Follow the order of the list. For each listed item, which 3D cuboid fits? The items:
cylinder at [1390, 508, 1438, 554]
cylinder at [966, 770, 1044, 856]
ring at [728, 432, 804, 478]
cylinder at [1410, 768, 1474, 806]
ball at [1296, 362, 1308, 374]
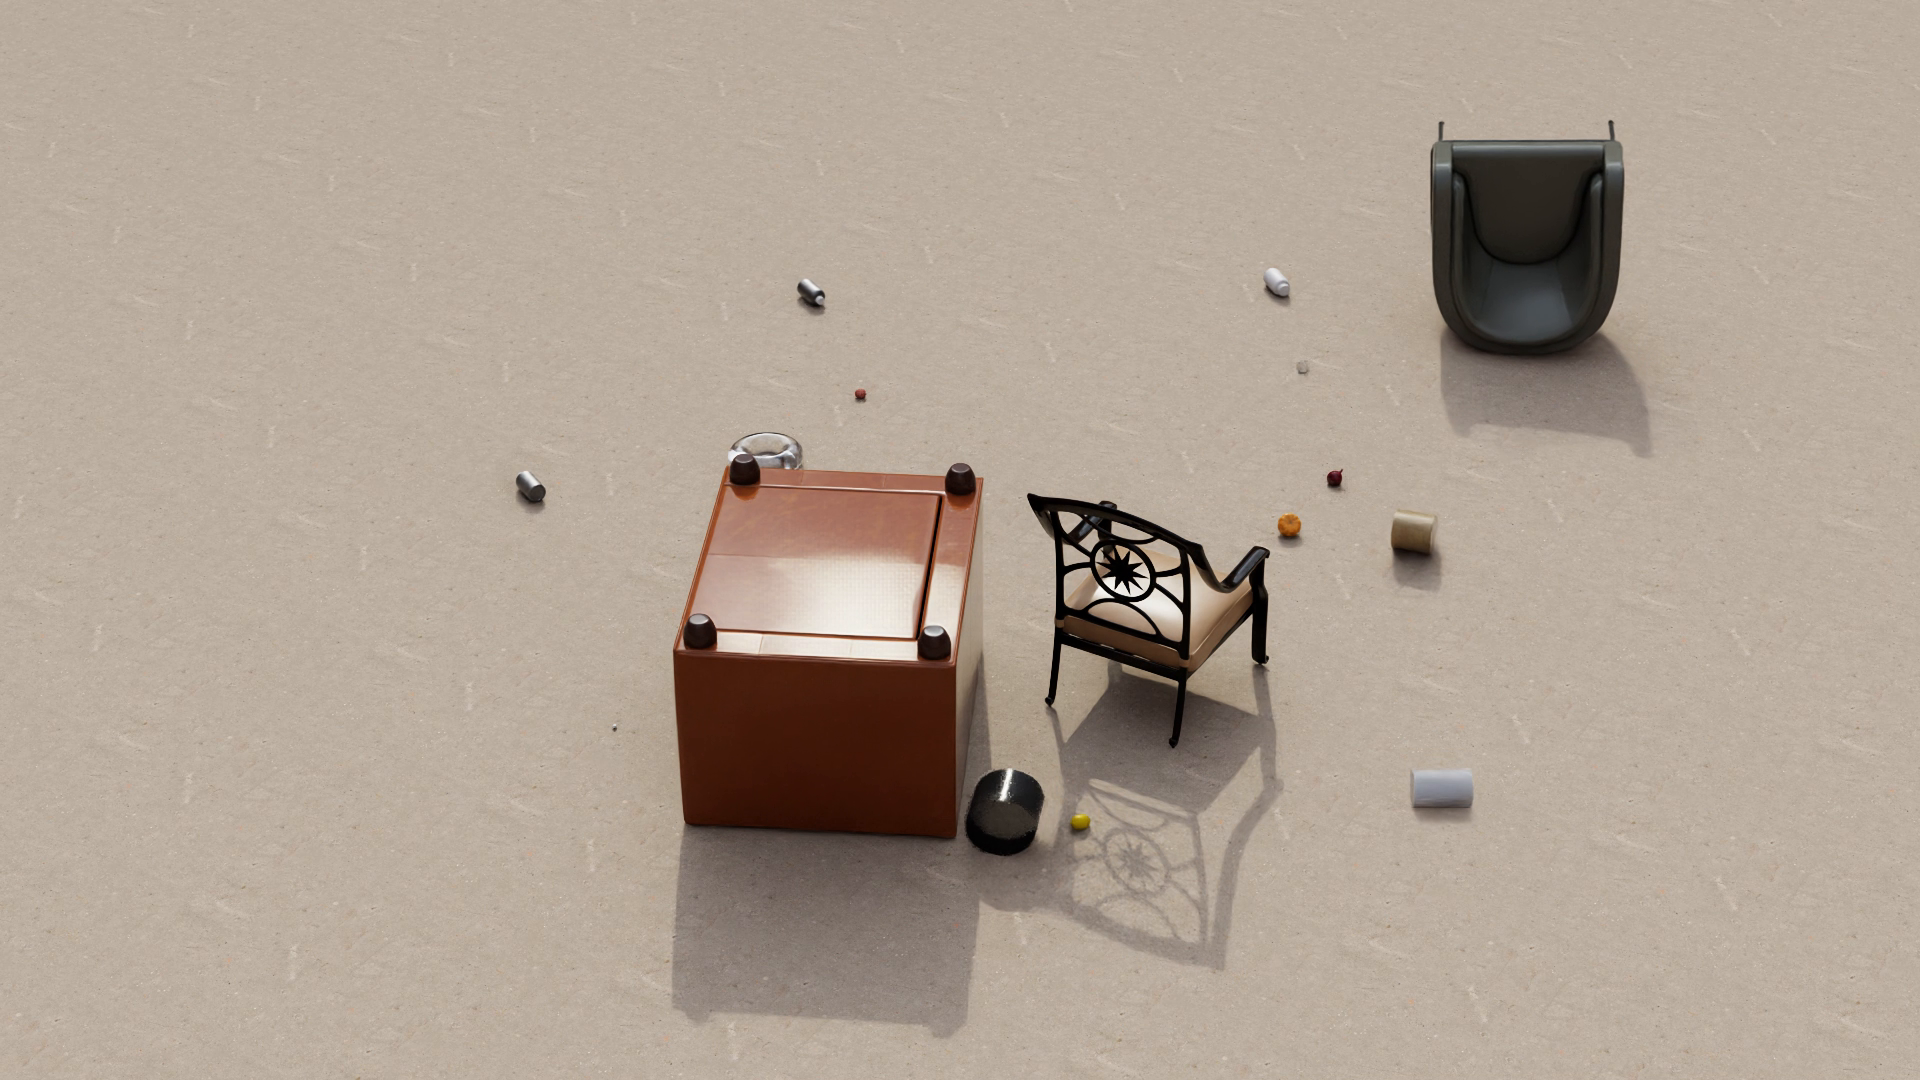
[{"bbox_3d":[1.680,-0.033,10.842,0.144,0.143,0.205,10,-2,15],"label":"cylinder"},{"bbox_3d":[0.144,0.874,9.412,0.235,0.220,0.160,-34,20,29],"label":"cylinder"},{"bbox_3d":[-0.752,-0.327,11.355,0.297,0.096,0.253,-6,35,-11],"label":"ring"},{"bbox_3d":[1.580,0.811,9.620,0.192,0.091,0.123,0,67,-1],"label":"cylinder"},{"bbox_3d":[1.399,-0.702,11.964,0.050,0.050,0.050,0,33,0],"label":"ball"}]
